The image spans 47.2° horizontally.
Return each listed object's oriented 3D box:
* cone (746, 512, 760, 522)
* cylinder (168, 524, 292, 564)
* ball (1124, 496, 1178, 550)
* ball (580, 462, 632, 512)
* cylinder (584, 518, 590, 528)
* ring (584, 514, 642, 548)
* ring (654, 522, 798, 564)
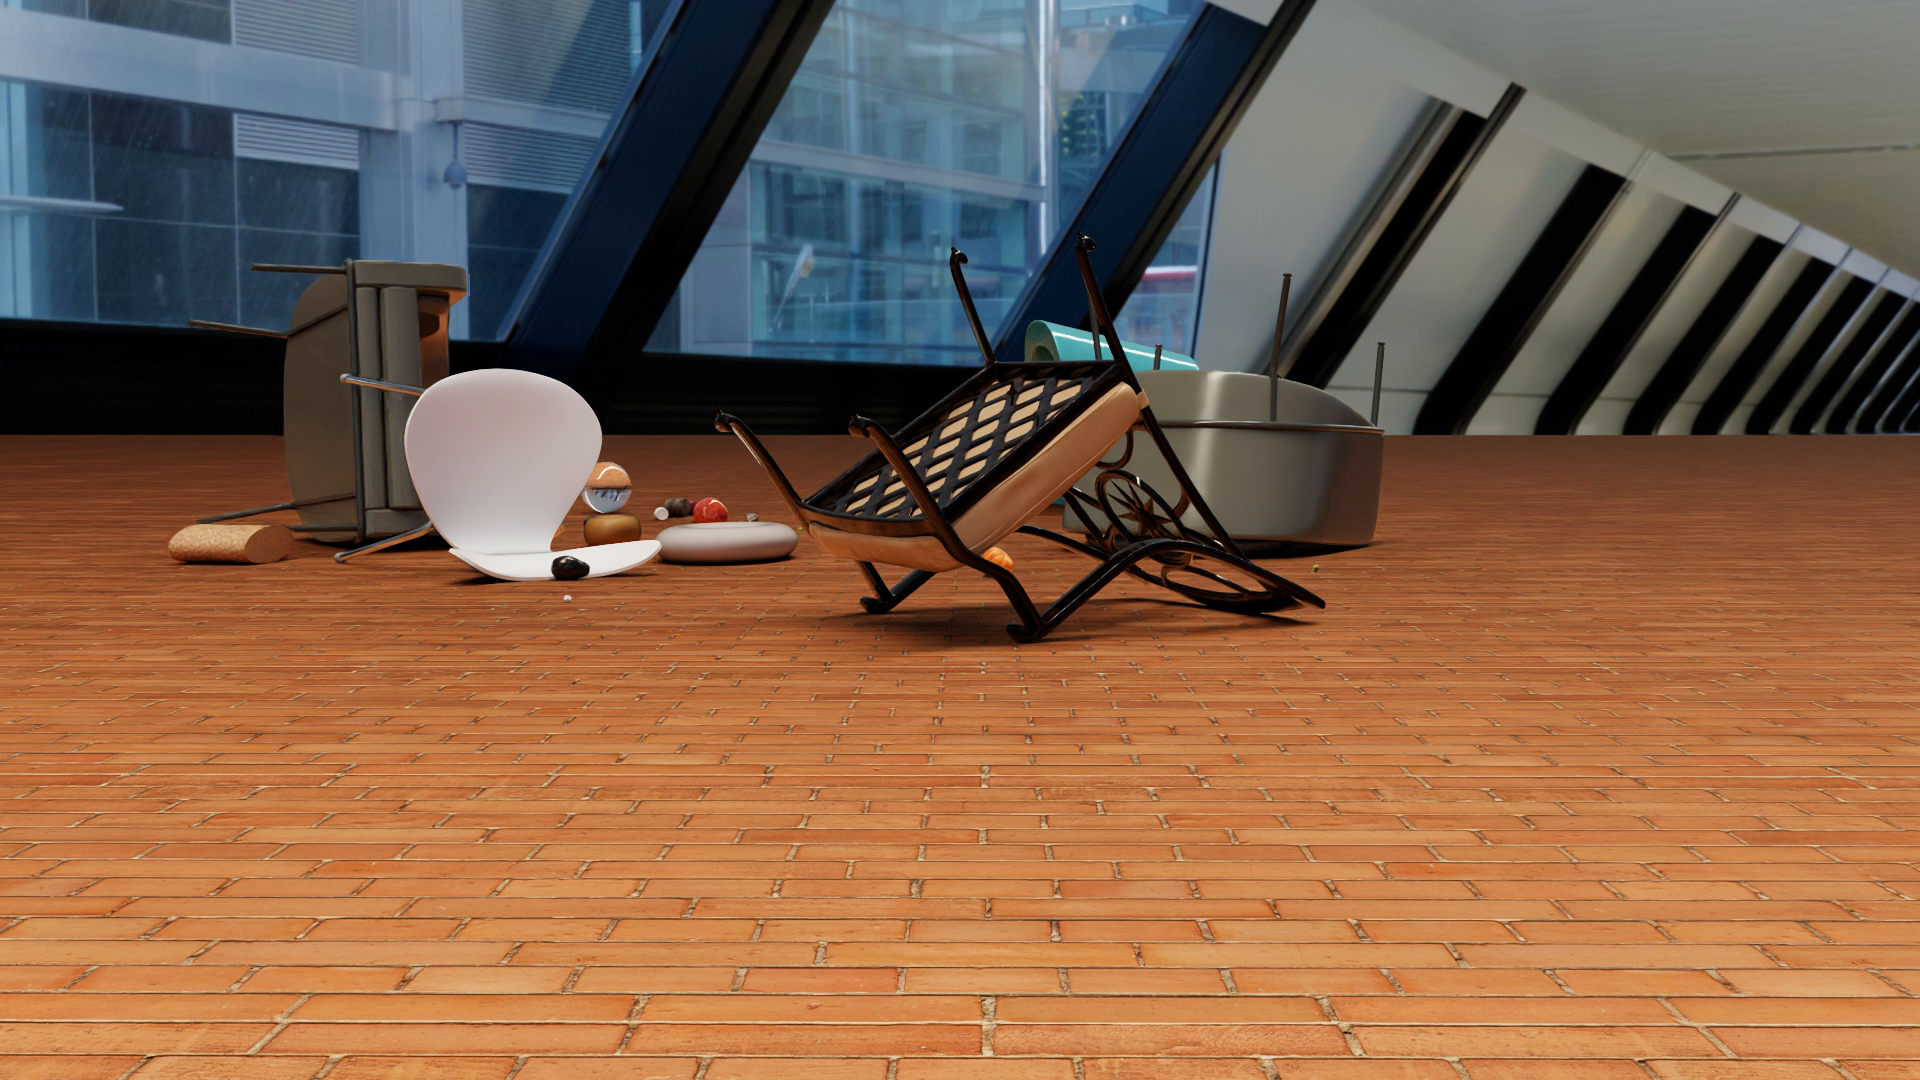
[{"bbox_3d":[-0.705,-0.067,7.407,0.049,0.034,0.049,2,23,7],"label":"cone"},{"bbox_3d":[-1.892,0.010,5.710,0.217,0.094,0.235,1,8,13],"label":"cylinder"},{"bbox_3d":[0.534,-0.048,6.154,0.150,0.150,0.150,0,4,0],"label":"ball"},{"bbox_3d":[-1.285,-0.191,7.978,0.186,0.186,0.186,0,4,0],"label":"ball"},{"bbox_3d":[-1.105,-0.051,6.944,0.118,0.046,0.121,-4,-2,28],"label":"cylinder"},{"bbox_3d":[-0.991,-0.024,6.272,0.161,0.088,0.249,-2,3,-2],"label":"ring"},{"bbox_3d":[-0.615,0.006,5.802,0.354,0.092,0.490,0,3,18],"label":"ring"}]
